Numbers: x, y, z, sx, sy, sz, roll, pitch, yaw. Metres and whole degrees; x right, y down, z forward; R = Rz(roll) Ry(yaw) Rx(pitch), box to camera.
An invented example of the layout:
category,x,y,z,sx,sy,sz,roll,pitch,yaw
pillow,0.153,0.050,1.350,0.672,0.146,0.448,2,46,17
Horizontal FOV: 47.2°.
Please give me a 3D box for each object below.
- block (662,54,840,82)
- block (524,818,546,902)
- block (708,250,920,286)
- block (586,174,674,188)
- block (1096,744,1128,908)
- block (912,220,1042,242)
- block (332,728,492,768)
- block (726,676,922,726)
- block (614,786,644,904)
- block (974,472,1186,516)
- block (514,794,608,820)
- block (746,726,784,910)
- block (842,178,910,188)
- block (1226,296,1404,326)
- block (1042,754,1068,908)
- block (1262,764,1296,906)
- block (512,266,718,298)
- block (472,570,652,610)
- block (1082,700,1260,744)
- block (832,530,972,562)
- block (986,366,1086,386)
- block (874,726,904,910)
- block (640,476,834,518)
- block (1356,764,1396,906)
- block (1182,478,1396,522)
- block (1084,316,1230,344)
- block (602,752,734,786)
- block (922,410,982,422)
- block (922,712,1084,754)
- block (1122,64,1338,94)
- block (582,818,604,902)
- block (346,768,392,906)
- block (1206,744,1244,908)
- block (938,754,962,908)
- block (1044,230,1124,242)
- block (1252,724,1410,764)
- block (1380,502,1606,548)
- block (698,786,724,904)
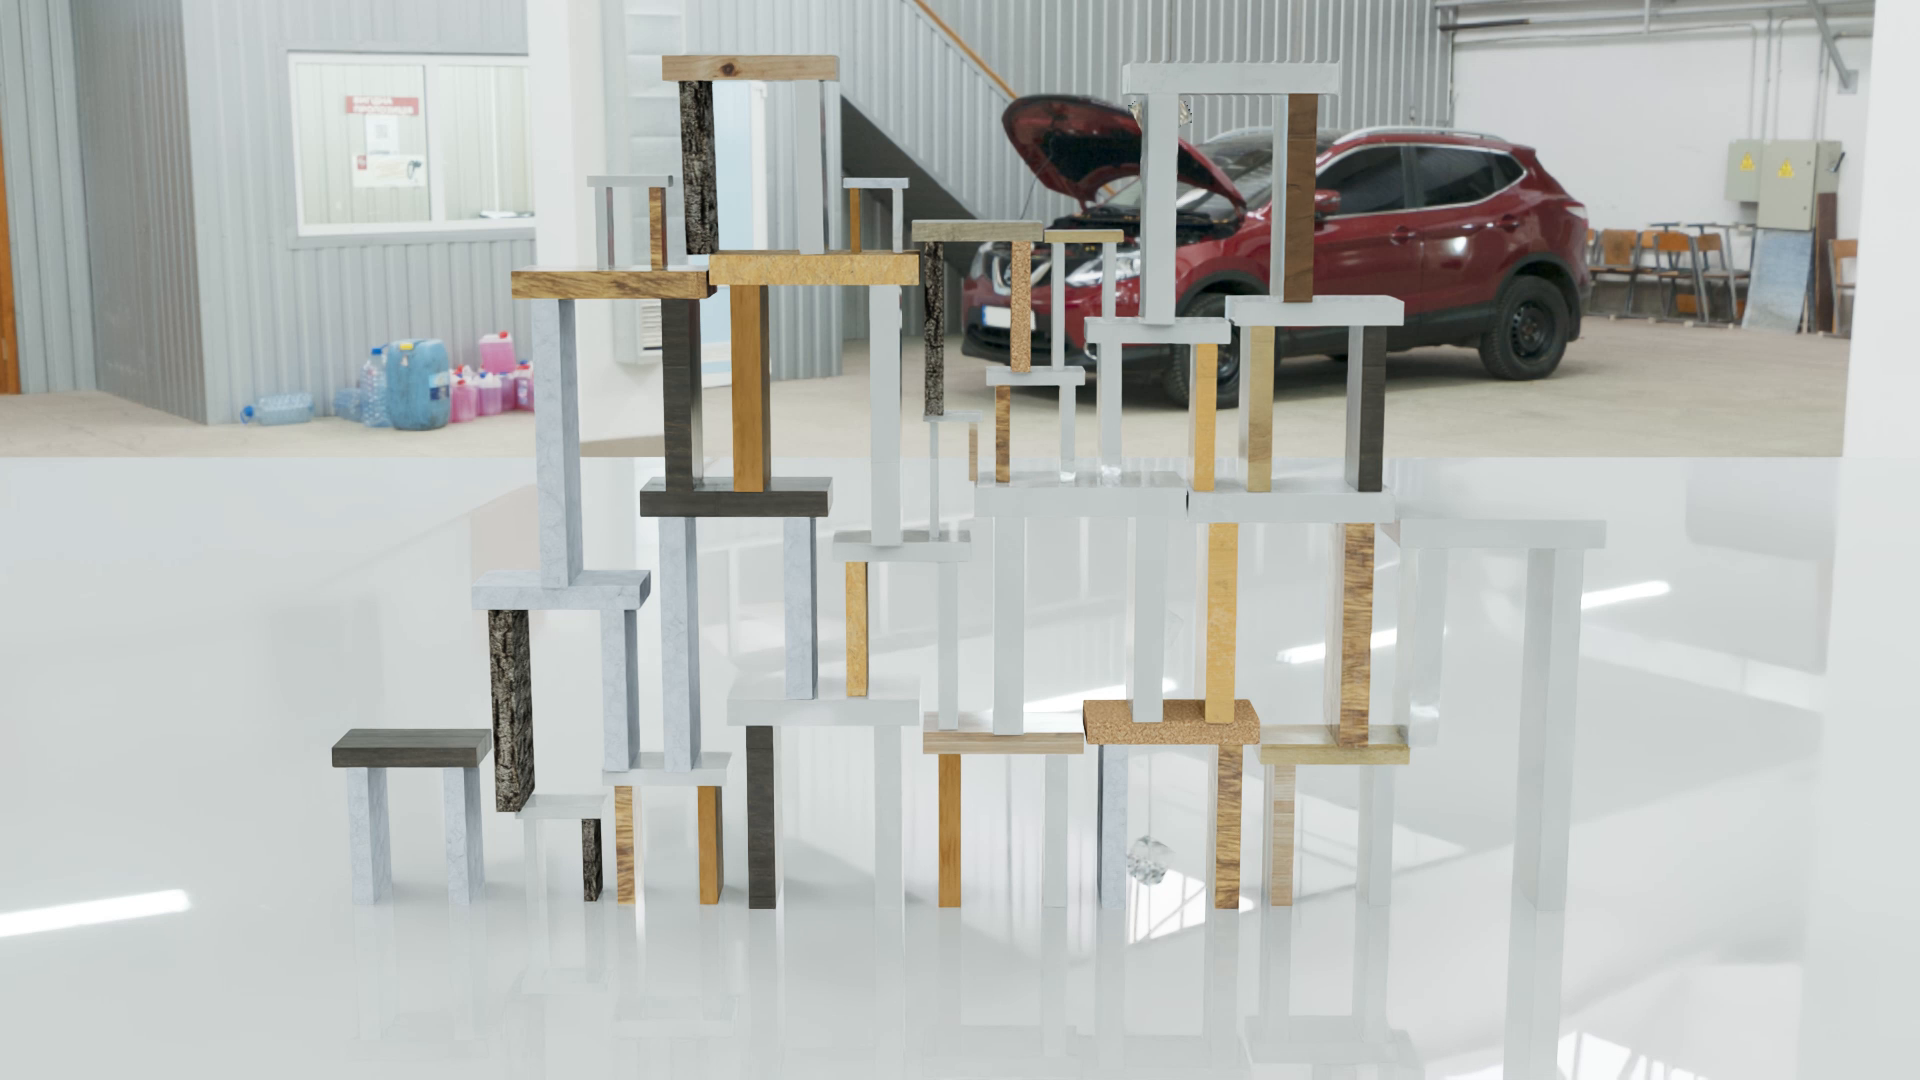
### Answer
category,x,y,z,sx,sy,sz,roll,pitch,yaw
block,-0.323,-0.734,3.424,0.265,0.037,0.132,0,11,0
block,-0.706,0.521,3.653,0.020,0.142,0.071,0,11,0
block,-0.226,-0.432,3.479,0.324,0.046,0.162,0,11,0
block,-0.518,-0.565,3.458,0.127,0.018,0.063,0,11,0
block,0.251,0.454,3.640,0.039,0.278,0.139,0,11,0
block,0.027,-0.489,3.474,0.204,0.029,0.102,0,11,0
block,-0.902,0.342,3.625,0.235,0.033,0.117,0,11,0
block,-0.220,0.263,3.612,0.310,0.044,0.155,0,11,0
block,-0.548,0.491,3.649,0.029,0.202,0.101,0,11,0
block,0.190,-0.075,3.547,0.335,0.047,0.167,0,11,0
block,-0.659,0.441,3.638,0.142,0.020,0.071,0,10,0
block,-0.323,0.437,3.644,0.044,0.310,0.155,0,11,0
block,-0.131,-0.560,3.453,0.101,0.014,0.050,1,11,2
block,0.560,-0.364,3.490,0.263,0.037,0.131,0,11,0
block,0.157,0.462,3.644,0.037,0.260,0.130,0,11,0
block,0.528,0.471,3.648,0.034,0.241,0.121,0,11,0
block,-0.544,-0.409,3.482,0.302,0.043,0.151,0,11,0
block,-0.646,0.080,3.576,0.268,0.038,0.134,0,11,0
block,0.344,0.298,3.611,0.278,0.039,0.139,0,11,0
block,-0.094,0.009,3.562,0.221,0.031,0.111,0,11,-1
block,0.120,-0.263,3.516,0.156,0.022,0.078,0,11,0
block,-0.117,0.437,3.644,0.044,0.310,0.155,0,11,0
block,-0.357,-0.070,3.547,0.297,0.042,0.149,0,11,0
block,0.689,0.471,3.647,0.034,0.241,0.121,0,11,0
block,0.523,-0.065,3.545,0.326,0.046,0.163,0,11,0
block,0.312,-0.334,3.496,0.224,0.032,0.112,0,11,0
block,-0.481,0.377,3.628,0.203,0.029,0.101,0,11,0
block,-0.012,-0.199,3.528,0.095,0.014,0.048,0,10,0
block,0.070,0.316,3.617,0.260,0.037,0.130,0,11,0
block,0.418,-0.718,3.428,0.318,0.045,0.159,0,11,0
block,-0.611,0.521,3.653,0.020,0.142,0.071,0,11,0
block,-0.980,0.474,3.649,0.033,0.235,0.117,0,11,0
block,0.437,0.454,3.640,0.039,0.278,0.139,0,11,0
block,-0.017,0.462,3.644,0.037,0.260,0.130,0,11,0
block,0.195,-0.480,3.470,0.123,0.017,0.062,0,11,0
block,0.608,0.336,3.621,0.241,0.034,0.121,0,11,0
block,0.857,-0.025,3.554,0.326,0.046,0.163,0,11,-1
block,-0.413,0.491,3.649,0.029,0.203,0.101,0,11,0
